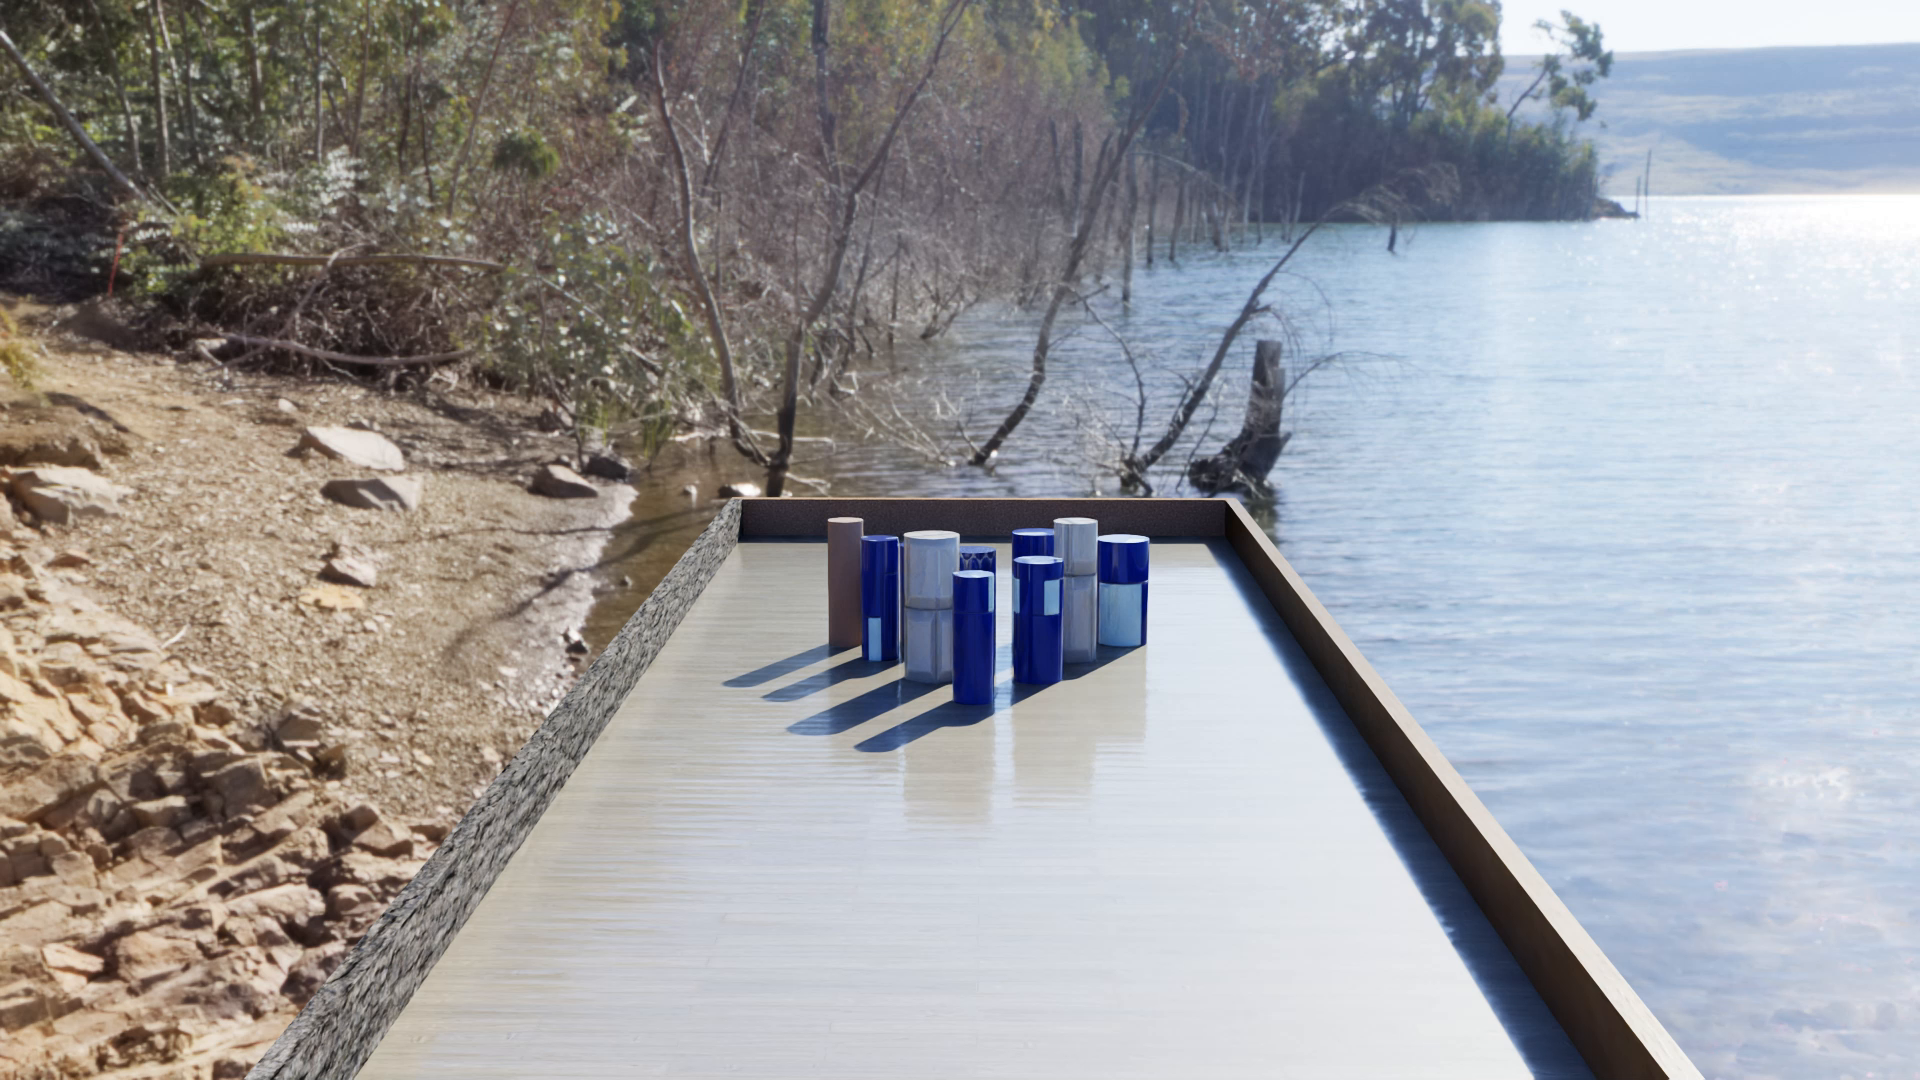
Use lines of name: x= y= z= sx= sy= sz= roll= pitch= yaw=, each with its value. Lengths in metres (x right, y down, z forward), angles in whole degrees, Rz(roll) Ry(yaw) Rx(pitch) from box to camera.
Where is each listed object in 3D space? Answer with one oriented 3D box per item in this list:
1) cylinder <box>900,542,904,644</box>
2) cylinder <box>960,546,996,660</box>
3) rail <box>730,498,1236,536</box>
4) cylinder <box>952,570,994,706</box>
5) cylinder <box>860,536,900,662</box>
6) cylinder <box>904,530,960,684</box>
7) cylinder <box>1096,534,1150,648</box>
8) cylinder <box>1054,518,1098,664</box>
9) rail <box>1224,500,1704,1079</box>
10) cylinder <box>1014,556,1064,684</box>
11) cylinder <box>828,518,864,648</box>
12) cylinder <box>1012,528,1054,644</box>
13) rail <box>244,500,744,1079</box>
cylinder: x=-0.110 y=0.169 z=6.944 sx=0.160 sy=0.313 sz=0.160 roll=0 pitch=9 yaw=0
cylinder: x=0.041 y=0.196 z=6.685 sx=0.138 sy=0.340 sz=0.138 roll=0 pitch=9 yaw=0
rail: x=0.099 y=-0.098 z=9.147 sx=2.100 sy=0.150 sz=0.050 roll=0 pitch=9 yaw=1
cylinder: x=0.037 y=0.272 z=6.141 sx=0.116 sy=0.360 sz=0.116 roll=0 pitch=9 yaw=0
cylinder: x=-0.244 y=0.177 z=6.709 sx=0.115 sy=0.370 sz=0.115 roll=0 pitch=9 yaw=0
cylinder: x=-0.082 y=0.195 z=6.423 sx=0.162 sy=0.425 sz=0.162 roll=0 pitch=9 yaw=0
cylinder: x=0.513 y=0.160 z=6.943 sx=0.166 sy=0.332 sz=0.166 roll=0 pitch=9 yaw=0
cylinder: x=0.349 y=0.154 z=6.673 sx=0.132 sy=0.428 sz=0.132 roll=0 pitch=9 yaw=0
rail: x=1.046 y=0.843 z=3.208 sx=0.050 sy=0.150 sz=12.000 roll=0 pitch=9 yaw=1
cylinder: x=0.229 y=0.232 z=6.413 sx=0.145 sy=0.354 sz=0.145 roll=0 pitch=9 yaw=0
cylinder: x=-0.359 y=0.132 z=6.916 sx=0.111 sy=0.395 sz=0.111 roll=0 pitch=9 yaw=0
cylinder: x=0.240 y=0.151 z=6.921 sx=0.156 sy=0.356 sz=0.156 roll=0 pitch=9 yaw=0
rail: x=-1.004 y=0.839 z=3.234 sx=0.050 sy=0.150 sz=12.000 roll=0 pitch=9 yaw=1
